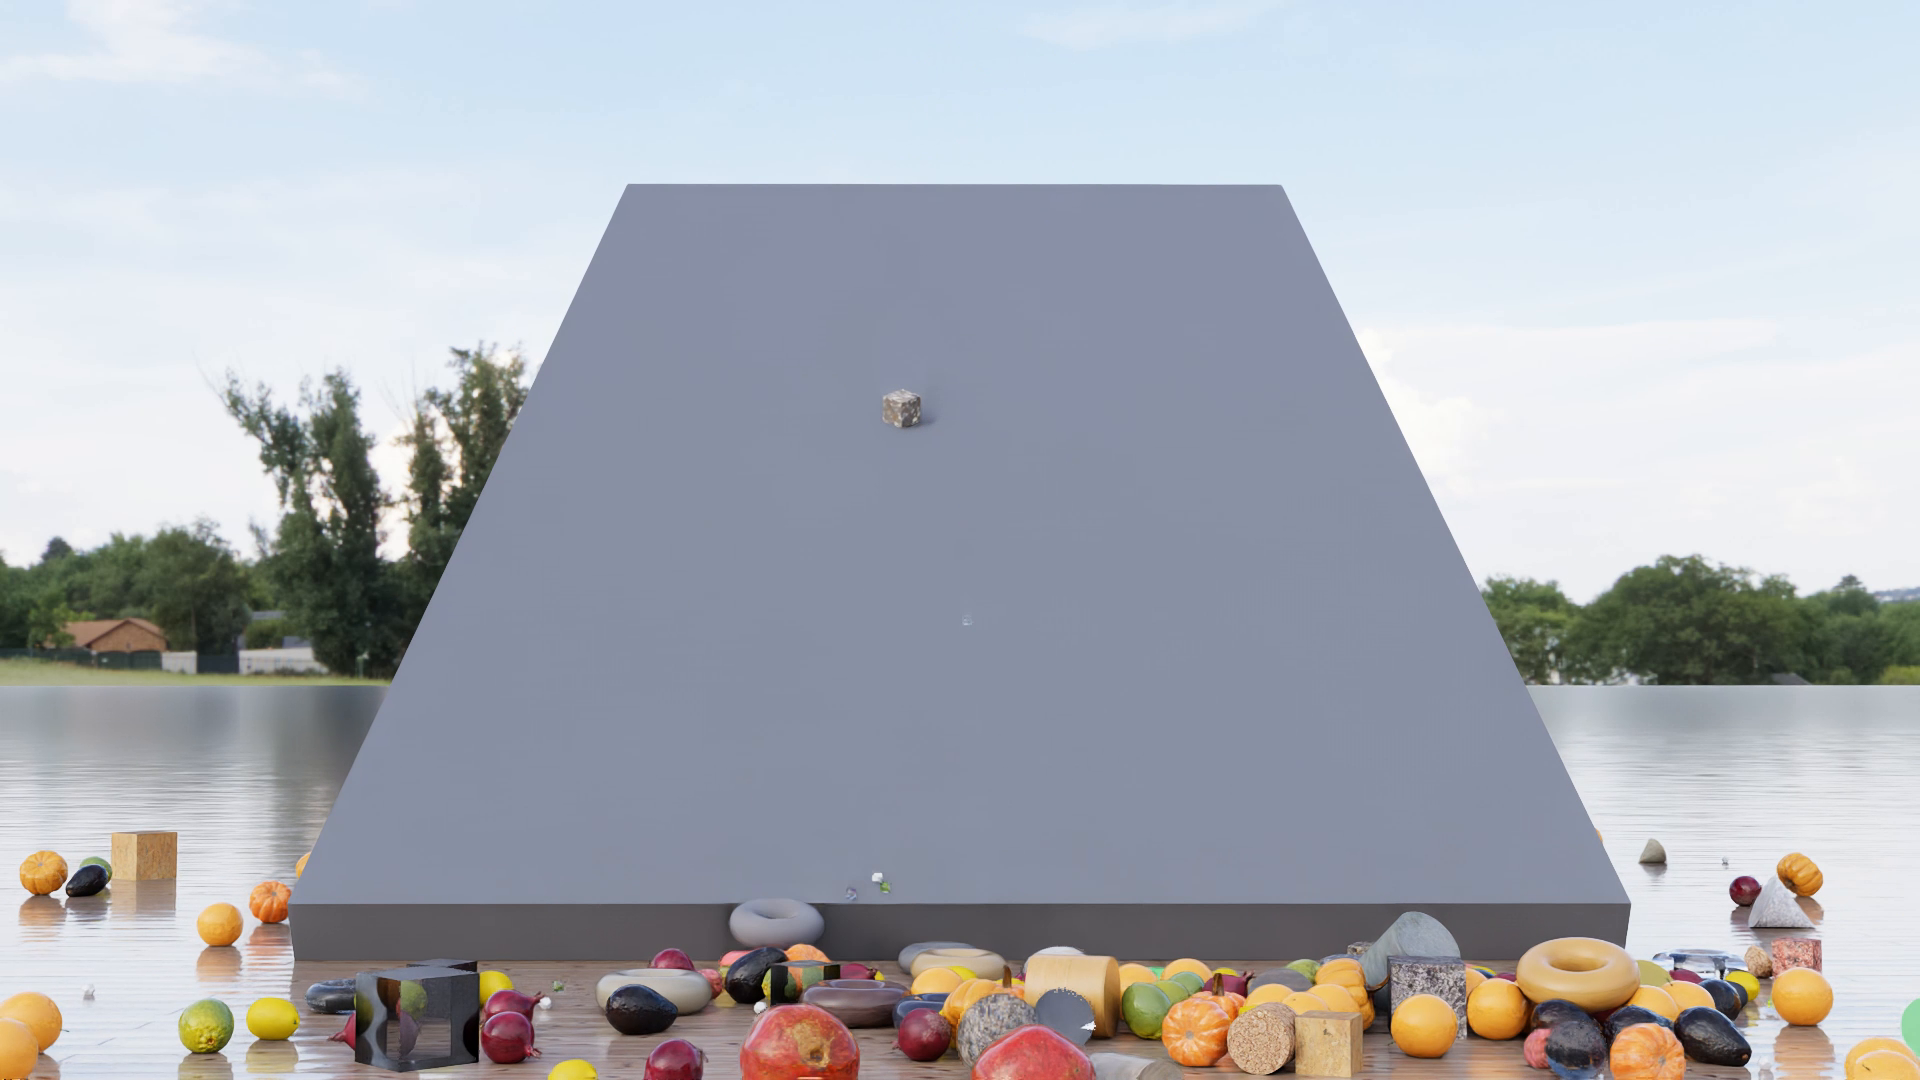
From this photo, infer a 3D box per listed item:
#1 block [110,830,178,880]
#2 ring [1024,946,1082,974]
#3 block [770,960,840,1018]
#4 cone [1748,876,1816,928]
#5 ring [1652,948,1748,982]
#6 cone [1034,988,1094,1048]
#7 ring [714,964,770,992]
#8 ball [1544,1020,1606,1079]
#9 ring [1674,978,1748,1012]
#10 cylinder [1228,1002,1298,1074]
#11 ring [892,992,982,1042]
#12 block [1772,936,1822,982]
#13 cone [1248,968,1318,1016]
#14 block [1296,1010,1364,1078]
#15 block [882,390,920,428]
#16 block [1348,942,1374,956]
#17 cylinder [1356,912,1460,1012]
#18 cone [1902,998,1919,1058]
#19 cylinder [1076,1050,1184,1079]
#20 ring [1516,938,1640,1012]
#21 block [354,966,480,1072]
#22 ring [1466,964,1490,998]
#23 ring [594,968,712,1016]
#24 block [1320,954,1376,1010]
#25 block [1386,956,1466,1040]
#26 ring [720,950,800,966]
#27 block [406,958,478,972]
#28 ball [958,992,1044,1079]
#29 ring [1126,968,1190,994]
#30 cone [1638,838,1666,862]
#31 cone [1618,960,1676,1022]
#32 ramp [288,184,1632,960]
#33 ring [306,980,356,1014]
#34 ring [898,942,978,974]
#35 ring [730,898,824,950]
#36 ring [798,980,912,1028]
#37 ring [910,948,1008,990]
[{"bbox_3d":[-1.738,0.671,4.958,0.096,0.096,0.096,-3,-4,38],"label":"block"},{"bbox_3d":[0.117,0.523,2.842,0.081,0.027,0.081,-6,-37,-5],"label":"ring"},{"bbox_3d":[-0.196,0.568,2.943,0.063,0.063,0.063,3,-5,-44],"label":"block"},{"bbox_3d":[1.409,0.637,3.951,0.099,0.099,0.099,26,1,9],"label":"cone"},{"bbox_3d":[1.033,0.596,3.250,0.129,0.043,0.129,1,-4,0],"label":"ring"},{"bbox_3d":[0.111,0.569,2.708,0.072,0.072,0.072,1,-30,-15],"label":"cone"},{"bbox_3d":[-0.291,0.598,3.182,0.091,0.030,0.091,1,-4,0],"label":"ring"},{"bbox_3d":[0.649,0.538,2.453,0.062,0.062,0.062,0,-3,0],"label":"ball"},{"bbox_3d":[0.962,0.586,2.998,0.101,0.034,0.101,1,-3,0],"label":"ring"},{"bbox_3d":[0.332,0.539,2.520,0.069,0.069,0.069,-1,-4,23],"label":"cylinder"},{"bbox_3d":[-0.013,0.566,2.765,0.136,0.045,0.136,1,-4,0],"label":"ring"},{"bbox_3d":[1.179,0.591,3.278,0.055,0.055,0.055,-2,-4,32],"label":"block"},{"bbox_3d":[0.390,0.573,2.819,0.084,0.084,0.084,0,-30,8],"label":"cone"},{"bbox_3d":[0.399,0.543,2.513,0.060,0.060,0.060,-1,-4,23],"label":"block"},{"bbox_3d":[-0.132,-0.297,5.262,0.061,0.061,0.061,21,31,38],"label":"block"},{"bbox_3d":[0.563,0.579,3.145,0.064,0.064,0.064,-2,-4,25],"label":"block"},{"bbox_3d":[0.562,0.532,2.919,0.094,0.094,0.094,2,-43,-34],"label":"cylinder"},{"bbox_3d":[1.082,0.560,2.593,0.082,0.082,0.082,0,-30,8],"label":"cone"},{"bbox_3d":[0.157,0.514,2.147,0.075,0.075,0.075,3,-4,-40],"label":"cylinder"},{"bbox_3d":[0.723,0.509,2.724,0.142,0.047,0.142,-6,14,1],"label":"ring"},{"bbox_3d":[-0.600,0.528,2.573,0.098,0.098,0.098,3,-5,-43],"label":"block"},{"bbox_3d":[0.654,0.591,3.123,0.114,0.038,0.114,1,-2,0],"label":"ring"},{"bbox_3d":[-0.391,0.576,2.965,0.148,0.049,0.148,1,-4,0],"label":"ring"},{"bbox_3d":[0.507,0.572,3.012,0.062,0.062,0.062,-2,-4,27],"label":"block"},{"bbox_3d":[0.558,0.546,2.783,0.086,0.086,0.086,0,-3,7],"label":"block"},{"bbox_3d":[-0.281,0.600,3.289,0.114,0.038,0.114,0,-7,0],"label":"ring"},{"bbox_3d":[-0.659,0.569,2.960,0.062,0.062,0.062,-2,-4,25],"label":"block"},{"bbox_3d":[0.043,0.524,2.453,0.091,0.091,0.091,0,-3,0],"label":"ball"},{"bbox_3d":[0.267,0.597,3.148,0.087,0.029,0.087,1,-4,0],"label":"ring"},{"bbox_3d":[1.588,0.731,5.375,0.061,0.061,0.061,-27,5,-18],"label":"cone"},{"bbox_3d":[0.851,0.580,2.924,0.080,0.080,0.080,0,-30,3],"label":"cone"},{"bbox_3d":[-0.008,-0.228,5.307,2.000,0.100,4.000,0,24,0],"label":"ramp"},{"bbox_3d":[-0.783,0.584,2.975,0.105,0.035,0.105,1,-3,0],"label":"ring"},{"bbox_3d":[-0.029,0.603,3.347,0.120,0.040,0.120,0,-2,0],"label":"ring"},{"bbox_3d":[-0.266,0.558,3.374,0.139,0.046,0.139,4,10,-1],"label":"ring"},{"bbox_3d":[-0.128,0.571,2.870,0.143,0.048,0.143,1,-4,0],"label":"ring"},{"bbox_3d":[-0.001,0.594,3.220,0.135,0.045,0.135,1,-3,0],"label":"ring"}]
